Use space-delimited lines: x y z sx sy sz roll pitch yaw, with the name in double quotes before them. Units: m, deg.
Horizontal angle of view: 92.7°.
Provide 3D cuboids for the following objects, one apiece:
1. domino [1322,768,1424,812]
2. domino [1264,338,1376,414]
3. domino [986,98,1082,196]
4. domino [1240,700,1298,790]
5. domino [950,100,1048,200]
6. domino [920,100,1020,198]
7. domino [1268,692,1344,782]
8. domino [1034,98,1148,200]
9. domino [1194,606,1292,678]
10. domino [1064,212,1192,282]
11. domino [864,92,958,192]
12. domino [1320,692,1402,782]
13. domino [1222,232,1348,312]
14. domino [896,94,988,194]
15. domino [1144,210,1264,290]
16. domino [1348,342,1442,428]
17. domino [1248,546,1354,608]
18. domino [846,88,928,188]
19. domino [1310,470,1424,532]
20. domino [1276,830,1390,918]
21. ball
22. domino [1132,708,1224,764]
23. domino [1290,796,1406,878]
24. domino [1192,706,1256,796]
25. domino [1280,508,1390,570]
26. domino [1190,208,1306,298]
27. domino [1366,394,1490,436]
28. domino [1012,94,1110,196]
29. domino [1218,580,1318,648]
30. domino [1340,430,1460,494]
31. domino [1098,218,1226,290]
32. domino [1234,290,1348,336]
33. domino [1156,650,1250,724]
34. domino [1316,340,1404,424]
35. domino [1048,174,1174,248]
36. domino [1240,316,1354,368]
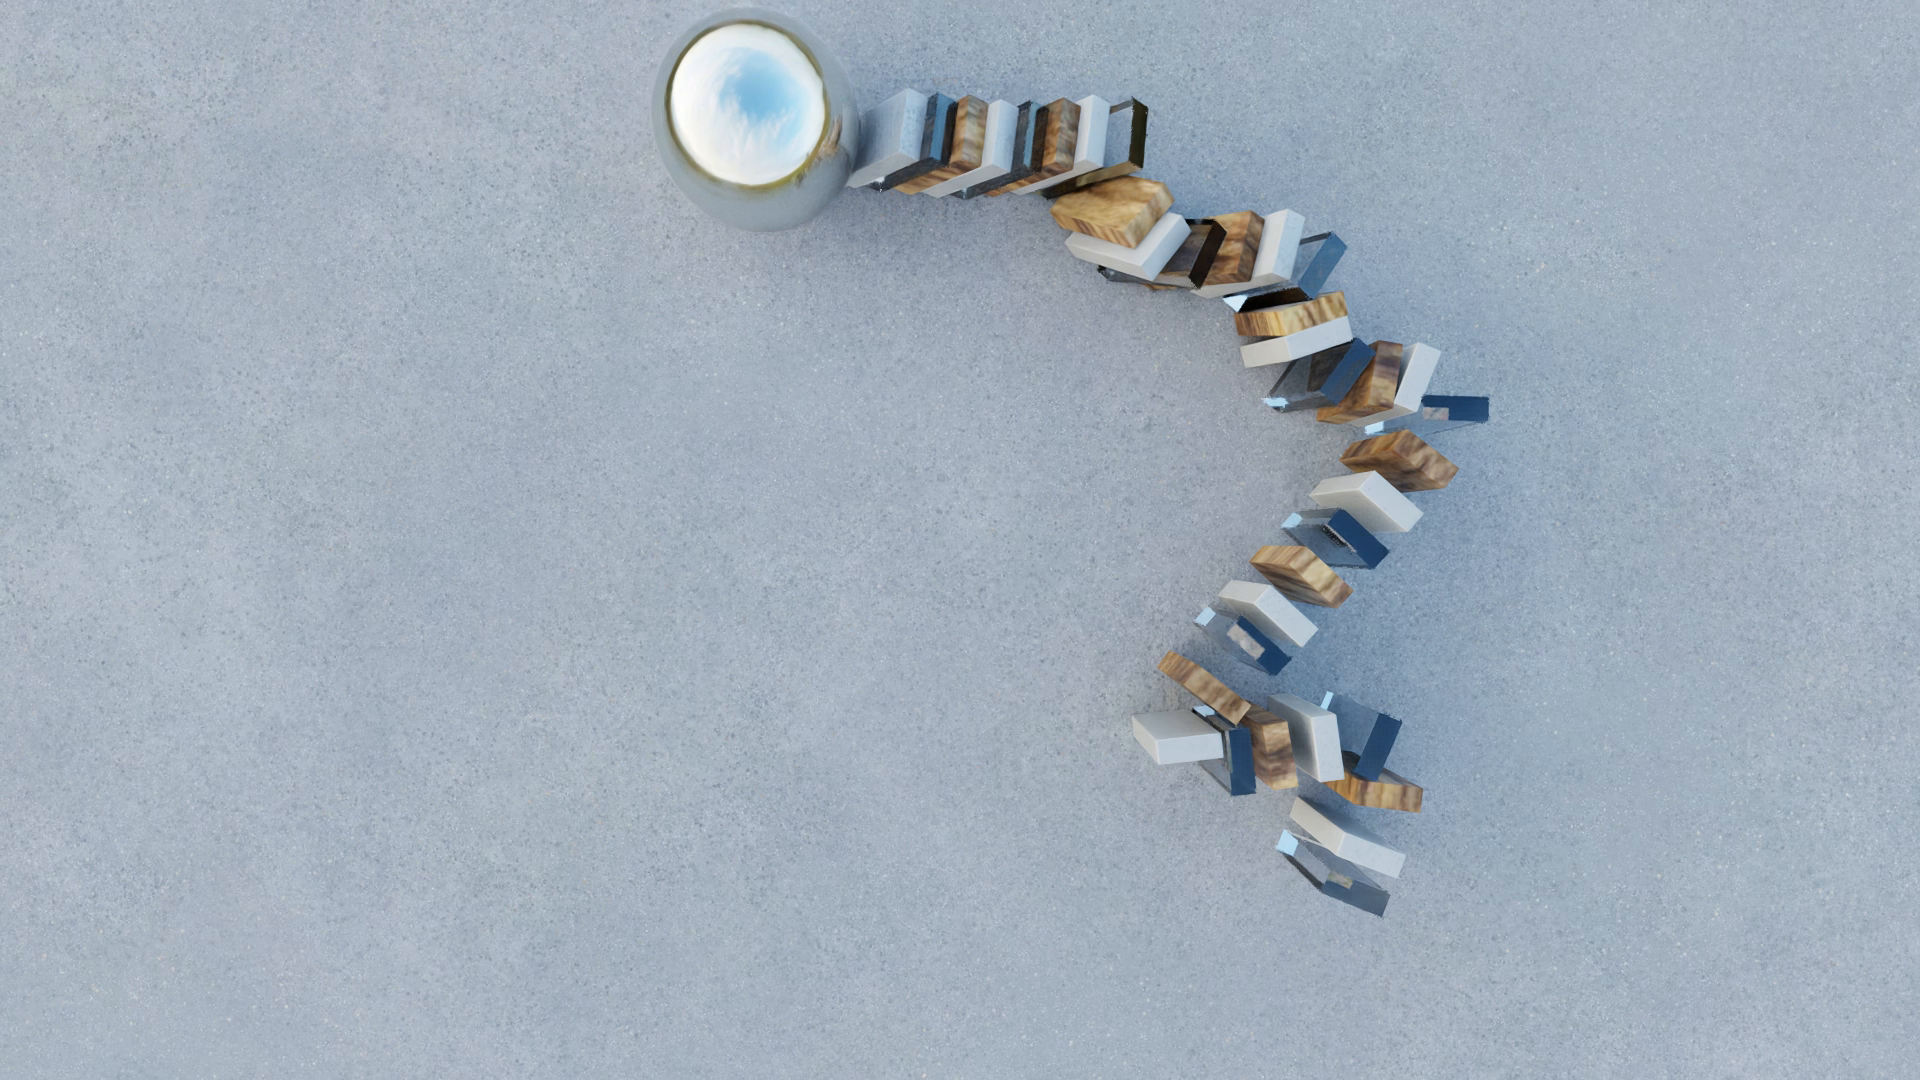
"domino" 0.164 0.098 0.375 0.025 0.050 0.010 7 90 0
"domino" 0.146 -0.066 0.375 0.010 0.050 0.025 36 90 -7
"domino" 0.027 -0.160 0.377 0.010 0.050 0.025 7 91 -37
"domino" 0.122 0.083 0.375 0.009 0.050 0.025 -10 90 0
"domino" 0.015 -0.159 0.377 0.010 0.050 0.025 7 90 -37
"domino" 0.003 -0.160 0.377 0.010 0.050 0.025 7 91 -37
"domino" 0.141 0.080 0.375 0.009 0.050 0.025 -8 90 0
"domino" 0.053 -0.160 0.378 0.010 0.050 0.025 7 87 -42
"domino" 0.114 0.041 0.375 0.025 0.050 0.009 42 90 0
"domino" 0.068 -0.125 0.378 0.025 0.050 0.010 -52 132 1
"domino" -0.021 -0.163 0.377 0.010 0.050 0.025 8 90 -37
"domino" 0.160 0.079 0.375 0.010 0.050 0.025 23 90 0
"domino" 0.131 -0.108 0.374 0.009 0.050 0.025 35 87 -19
"domino" -0.009 -0.162 0.377 0.009 0.050 0.025 7 90 -37
"domino" 0.099 -0.118 0.378 0.010 0.050 0.025 14 90 -39
"domino" 0.175 -0.062 0.375 0.009 0.050 0.025 22 90 0
"domino" 0.138 0.014 0.375 0.025 0.050 0.010 43 90 0
"domino" -0.033 -0.164 0.377 0.010 0.050 0.025 8 90 -37
"domino" 0.165 -0.015 0.375 0.025 0.050 0.009 41 90 0
"domino" 0.151 0.135 0.375 0.025 0.050 0.009 22 90 0
"ball" -0.079 -0.163 0.360 0.080 0.080 0.080 0 90 0
"domino" 0.088 0.080 0.375 0.025 0.050 0.009 -6 90 0
"domino" 0.157 0.121 0.375 0.025 0.050 0.009 21 90 0
"domino" 0.107 0.085 0.375 0.010 0.050 0.025 -6 90 0
"domino" 0.152 -0.001 0.375 0.025 0.050 0.010 42 90 0
"domino" 0.117 -0.116 0.375 0.009 0.050 0.025 14 90 -24
"domino" 0.190 -0.050 0.375 0.025 0.050 0.009 2 90 0
"domino" 0.039 -0.161 0.377 0.009 0.050 0.025 7 90 -37
"domino" 0.125 0.029 0.375 0.025 0.050 0.009 42 90 0
"domino" 0.178 -0.031 0.375 0.025 0.050 0.010 37 90 0
"domino" 0.082 -0.119 0.378 0.010 0.050 0.025 25 90 -41
"domino" 0.134 -0.092 0.375 0.025 0.050 0.010 -18 103 0
"domino" 0.099 0.059 0.375 0.025 0.050 0.010 38 90 0
"domino" 0.162 -0.063 0.375 0.010 0.050 0.025 9 90 -1
"domino" 0.062 -0.138 0.378 0.025 0.050 0.010 -50 132 0
"domino" 0.136 -0.080 0.375 0.025 0.050 0.010 -18 98 0
